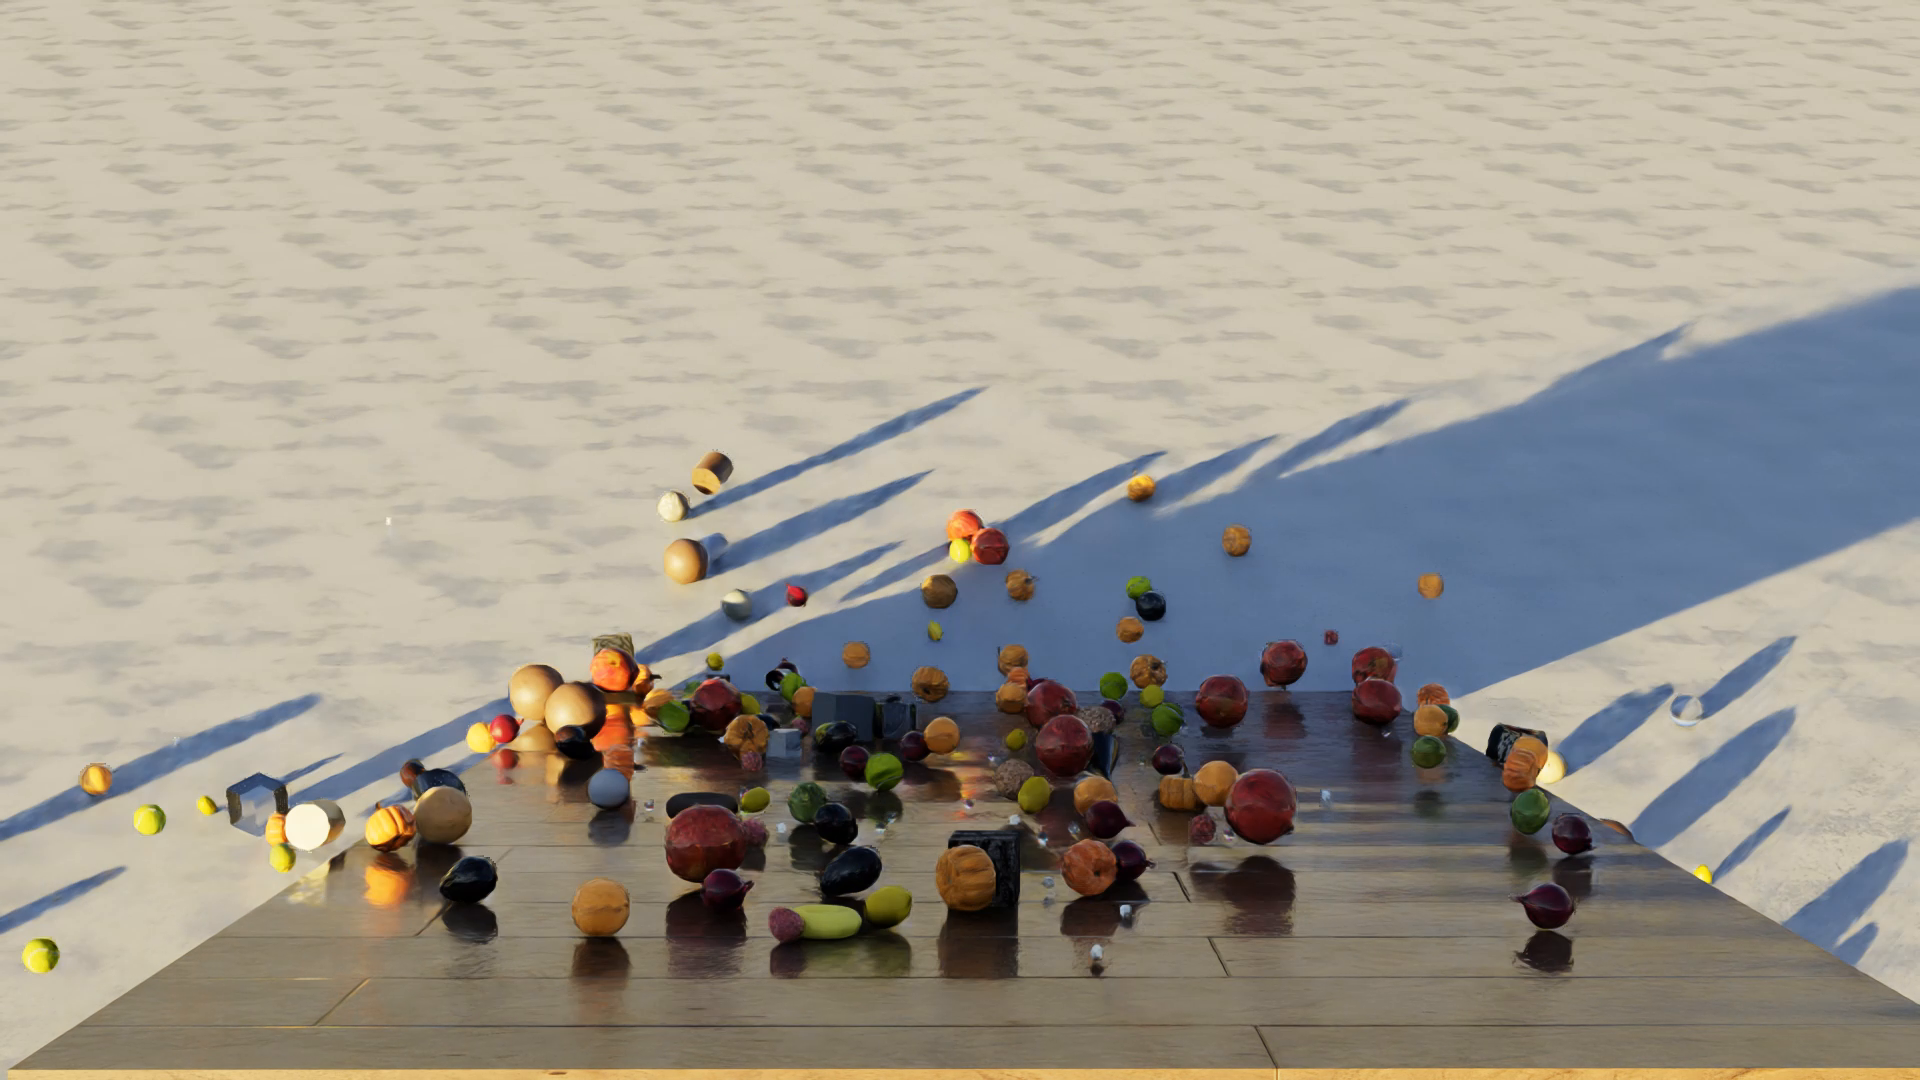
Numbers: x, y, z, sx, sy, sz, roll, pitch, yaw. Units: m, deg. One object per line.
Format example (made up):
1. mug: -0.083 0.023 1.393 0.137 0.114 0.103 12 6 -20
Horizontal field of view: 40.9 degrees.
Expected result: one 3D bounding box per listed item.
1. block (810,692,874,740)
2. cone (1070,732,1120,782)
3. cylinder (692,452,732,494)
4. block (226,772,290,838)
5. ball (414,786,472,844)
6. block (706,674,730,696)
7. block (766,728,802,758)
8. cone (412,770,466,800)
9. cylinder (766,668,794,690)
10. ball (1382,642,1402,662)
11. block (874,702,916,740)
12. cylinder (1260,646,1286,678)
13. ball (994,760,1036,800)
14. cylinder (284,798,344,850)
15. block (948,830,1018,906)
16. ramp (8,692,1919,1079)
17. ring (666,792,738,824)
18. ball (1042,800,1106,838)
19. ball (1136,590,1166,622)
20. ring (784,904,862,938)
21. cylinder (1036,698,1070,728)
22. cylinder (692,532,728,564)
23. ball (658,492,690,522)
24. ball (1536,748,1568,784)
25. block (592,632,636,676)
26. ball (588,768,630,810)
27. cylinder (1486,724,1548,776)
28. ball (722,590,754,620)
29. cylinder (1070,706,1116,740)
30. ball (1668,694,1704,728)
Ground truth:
1. block: -0.249 0.371 5.443 0.094 0.094 0.094 5 -1 -34
2. cone: 0.264 0.424 4.795 0.095 0.095 0.095 -5 30 -11
3. cylinder: -0.752 -0.203 7.817 0.095 0.095 0.095 9 36 19
4. block: -1.665 0.628 6.112 0.098 0.098 0.098 17 29 32
5. ball: -0.805 0.428 4.010 0.091 0.091 0.091 0 24 0
6. block: -0.604 0.363 6.426 0.053 0.053 0.053 0 2 0
7. block: -0.353 0.407 5.161 0.052 0.052 0.052 1 2 35
8. cone: -0.874 0.443 4.286 0.089 0.089 0.089 -1 29 -1
9. cylinder: -0.456 0.353 6.545 0.054 0.054 0.054 16 2 31
10. ball: 1.155 0.301 6.889 0.055 0.055 0.055 0 24 0
11. block: -0.140 0.385 5.502 0.072 0.072 0.072 -1 2 -21
12. cylinder: 0.827 0.323 6.823 0.066 0.066 0.066 3 23 7
13. ball: 0.093 0.406 4.366 0.069 0.069 0.069 0 24 0
14. cylinder: -1.015 0.447 4.056 0.072 0.072 0.072 3 1 6
15. block: 0.032 0.446 3.499 0.089 0.089 0.089 0 2 5
16. ramp: 0.056 0.504 4.548 2.000 0.100 4.000 0 2 0
17. ring: -0.428 0.444 4.272 0.120 0.040 0.120 1 2 0
18. ball: 0.182 0.466 4.109 0.100 0.100 0.100 0 24 0
19. ball: 0.528 0.183 7.115 0.084 0.084 0.084 0 24 0
20. ring: -0.173 0.483 3.257 0.098 0.033 0.098 1 1 0
21. cylinder: 0.203 0.379 5.641 0.065 0.065 0.065 1 24 -5
22. cylinder: -0.725 0.023 7.471 0.074 0.074 0.074 20 31 37
23. ball: -0.859 -0.099 7.730 0.092 0.092 0.092 0 24 0
24. ball: 1.440 0.553 6.295 0.085 0.085 0.085 0 24 0
25. block: -0.915 0.300 6.809 0.094 0.094 0.094 -6 5 -14
26. ball: -0.598 0.425 4.389 0.070 0.070 0.070 0 24 0
27. cylinder: 1.156 0.435 5.346 0.094 0.094 0.094 9 25 35
28. ball: -0.615 0.179 7.122 0.085 0.085 0.085 0 24 0
29. cylinder: 0.278 0.388 5.417 0.071 0.071 0.071 16 10 31
30. ball: 1.847 0.435 6.556 0.085 0.085 0.085 0 24 0
